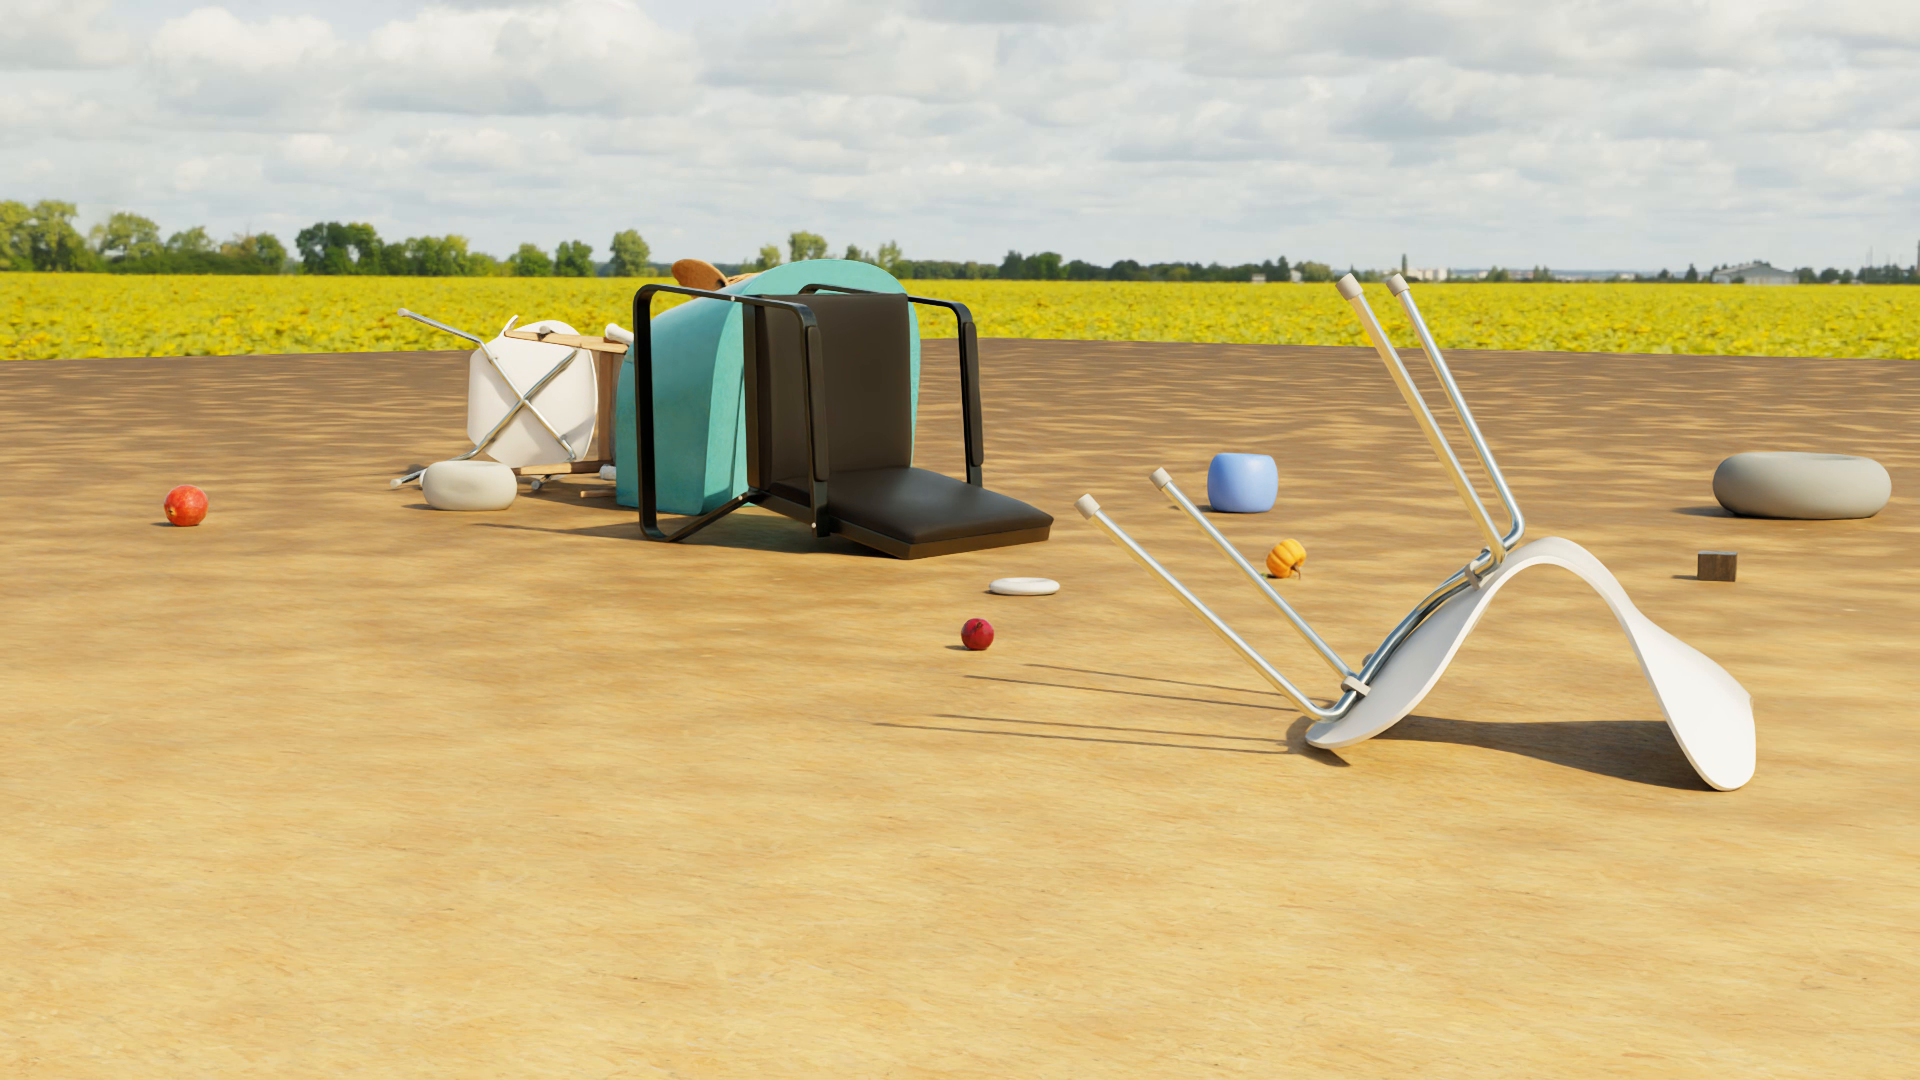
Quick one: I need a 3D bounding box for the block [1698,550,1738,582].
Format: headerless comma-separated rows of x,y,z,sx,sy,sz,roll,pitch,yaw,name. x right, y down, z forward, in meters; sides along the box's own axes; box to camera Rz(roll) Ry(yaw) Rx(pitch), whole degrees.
1.647,0.057,5.578,0.079,0.058,0.075,2,6,19,block

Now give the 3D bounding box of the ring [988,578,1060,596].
0.134,0.097,5.339,0.149,0.028,0.120,1,7,12,ring

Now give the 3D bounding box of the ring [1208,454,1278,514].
0.793,-0.160,7.200,0.198,0.161,0.221,2,4,4,ring

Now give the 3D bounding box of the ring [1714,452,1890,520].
2.323,-0.150,7.084,0.484,0.165,0.405,0,7,-8,ring

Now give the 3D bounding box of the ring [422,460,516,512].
-1.389,-0.152,7.262,0.281,0.130,0.201,3,9,18,ring
